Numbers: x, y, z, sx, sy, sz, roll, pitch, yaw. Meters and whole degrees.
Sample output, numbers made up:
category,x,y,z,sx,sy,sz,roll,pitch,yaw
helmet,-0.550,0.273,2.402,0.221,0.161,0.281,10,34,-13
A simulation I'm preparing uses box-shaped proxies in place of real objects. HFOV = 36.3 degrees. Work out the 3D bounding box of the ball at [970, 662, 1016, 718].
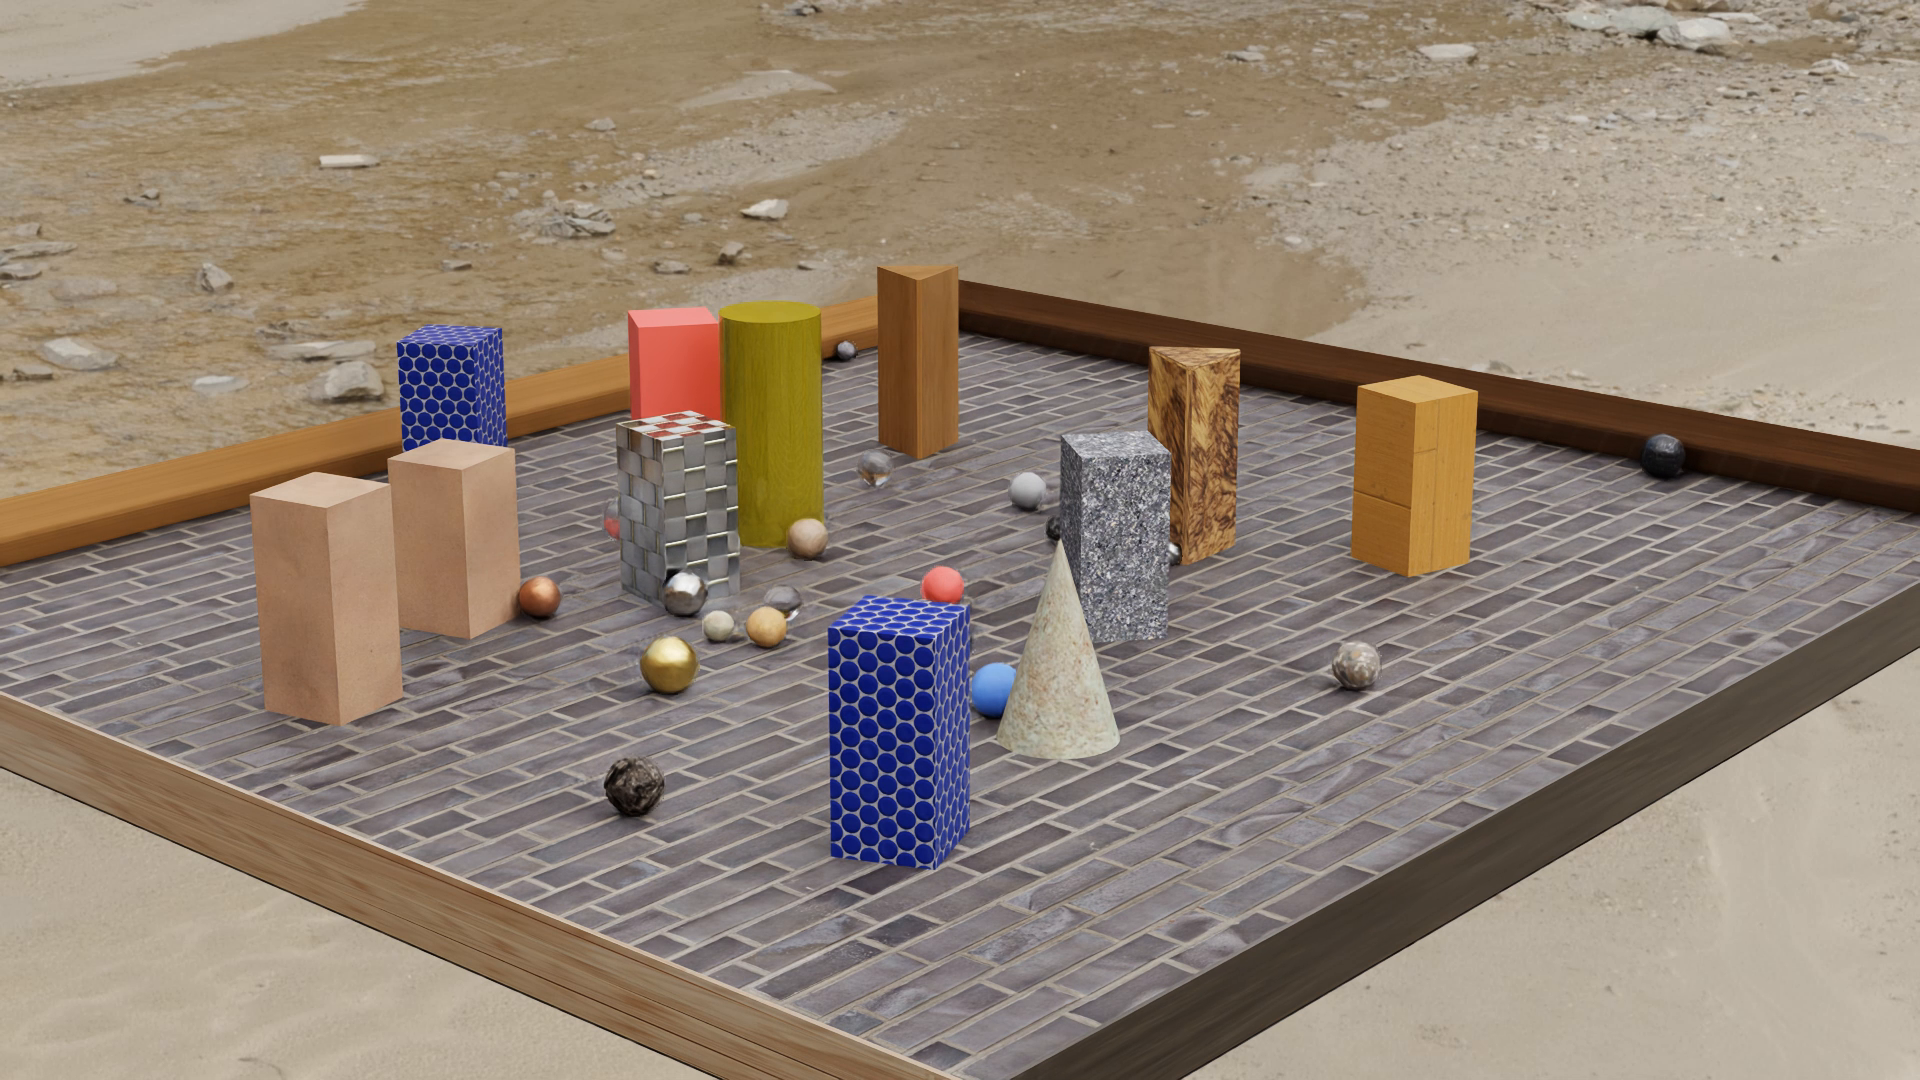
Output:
category,x,y,z,sx,sy,sz,roll,pitch,yaw
ball,0.057,0.231,4.524,0.085,0.085,0.085,0,17,0

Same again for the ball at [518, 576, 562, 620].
category,x,y,z,sx,sy,sz,roll,pitch,yaw
ball,-0.715,0.099,4.986,0.072,0.072,0.072,0,17,0

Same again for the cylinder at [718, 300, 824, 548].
category,x,y,z,sx,sy,sz,roll,pitch,yaw
cylinder,-0.348,-0.215,5.419,0.188,0.422,0.188,0,17,0

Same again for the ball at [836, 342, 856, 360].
category,x,y,z,sx,sy,sz,roll,pitch,yaw
ball,-0.266,-0.439,6.813,0.044,0.044,0.044,0,17,0

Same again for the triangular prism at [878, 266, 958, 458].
category,x,y,z,sx,sy,sz,roll,pitch,yaw
triangular prism,-0.065,-0.374,6.030,0.141,0.372,0.163,-10,20,-30

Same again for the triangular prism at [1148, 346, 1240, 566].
category,x,y,z,sx,sy,sz,roll,pitch,yaw
triangular prism,0.400,-0.162,5.336,0.141,0.368,0.163,13,21,36

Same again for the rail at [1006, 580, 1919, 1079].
category,x,y,z,sx,sy,sz,roll,pitch,yaw
rail,1.038,0.291,4.258,0.045,0.122,3.141,14,22,39

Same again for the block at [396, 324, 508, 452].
category,x,y,z,sx,sy,sz,roll,pitch,yaw
block,-0.956,-0.216,5.544,0.150,0.352,0.150,3,17,11

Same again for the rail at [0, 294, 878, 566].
category,x,y,z,sx,sy,sz,roll,pitch,yaw
rail,-1.038,-0.230,5.983,0.045,0.122,3.141,14,22,39

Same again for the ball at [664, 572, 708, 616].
category,x,y,z,sx,sy,sz,roll,pitch,yaw
ball,-0.469,0.092,5.004,0.075,0.075,0.075,0,17,0

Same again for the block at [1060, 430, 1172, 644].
category,x,y,z,sx,sy,sz,roll,pitch,yaw
block,0.258,-0.006,4.904,0.150,0.319,0.150,-3,17,-11

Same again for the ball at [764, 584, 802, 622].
category,x,y,z,sx,sy,sz,roll,pitch,yaw
ball,-0.301,0.107,4.971,0.065,0.065,0.065,0,17,0

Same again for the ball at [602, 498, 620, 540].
category,x,y,z,sx,sy,sz,roll,pitch,yaw
ball,-0.618,-0.038,5.419,0.083,0.083,0.083,0,17,0

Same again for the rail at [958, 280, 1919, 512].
category,x,y,z,sx,sy,sz,roll,pitch,yaw
rail,1.014,-0.307,6.239,2.796,0.122,0.045,14,22,39

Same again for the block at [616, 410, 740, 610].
category,x,y,z,sx,sy,sz,roll,pitch,yaw
block,-0.490,-0.054,5.095,0.150,0.300,0.150,-12,21,-35

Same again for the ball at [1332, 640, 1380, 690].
category,x,y,z,sx,sy,sz,roll,pitch,yaw
ball,0.628,0.198,4.648,0.077,0.077,0.077,0,17,0

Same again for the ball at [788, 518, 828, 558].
category,x,y,z,sx,sy,sz,roll,pitch,yaw
ball,-0.276,-0.003,5.318,0.075,0.075,0.075,0,17,0

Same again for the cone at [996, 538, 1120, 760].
category,x,y,z,sx,sy,sz,roll,pitch,yaw
cone,0.149,0.146,4.402,0.188,0.319,0.188,0,17,0

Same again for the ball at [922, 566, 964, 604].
category,x,y,z,sx,sy,sz,roll,pitch,yaw
ball,-0.029,0.082,5.040,0.073,0.073,0.073,0,17,0

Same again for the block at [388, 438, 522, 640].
category,x,y,z,sx,sy,sz,roll,pitch,yaw
block,-0.850,-0.004,4.942,0.150,0.293,0.150,8,19,25

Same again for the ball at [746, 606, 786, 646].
category,x,y,z,sx,sy,sz,roll,pitch,yaw
ball,-0.320,0.143,4.847,0.066,0.066,0.066,0,17,0

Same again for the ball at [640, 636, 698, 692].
category,x,y,z,sx,sy,sz,roll,pitch,yaw
ball,-0.460,0.196,4.631,0.090,0.090,0.090,0,17,0

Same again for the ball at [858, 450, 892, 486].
category,x,y,z,sx,sy,sz,roll,pitch,yaw
ball,-0.167,-0.143,5.789,0.069,0.069,0.069,0,17,0

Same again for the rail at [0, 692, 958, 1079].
category,x,y,z,sx,sy,sz,roll,pitch,yaw
rail,-1.014,0.369,4.003,2.796,0.122,0.045,14,22,39

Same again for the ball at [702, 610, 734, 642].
category,x,y,z,sx,sy,sz,roll,pitch,yaw
ball,-0.402,0.143,4.874,0.052,0.052,0.052,0,17,0

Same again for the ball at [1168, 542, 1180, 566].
category,x,y,z,sx,sy,sz,roll,pitch,yaw
ball,0.376,0.024,5.283,0.043,0.043,0.043,0,17,0

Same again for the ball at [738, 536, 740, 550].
category,x,y,z,sx,sy,sz,roll,pitch,yaw
ball,-0.439,0.008,5.255,0.090,0.090,0.090,0,17,0

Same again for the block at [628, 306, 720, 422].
category,x,y,z,sx,sy,sz,roll,pitch,yaw
block,-0.543,-0.243,5.595,0.150,0.373,0.150,-4,17,-13

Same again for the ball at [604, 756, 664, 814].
category,x,y,z,sx,sy,sz,roll,pitch,yaw
ball,-0.461,0.346,4.148,0.083,0.083,0.083,0,17,0

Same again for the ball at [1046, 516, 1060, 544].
category,x,y,z,sx,sy,sz,roll,pitch,yaw
ball,0.184,-0.019,5.412,0.051,0.051,0.051,0,17,0

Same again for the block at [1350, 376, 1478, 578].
category,x,y,z,sx,sy,sz,roll,pitch,yaw
block,0.815,-0.117,5.271,0.150,0.319,0.150,-11,20,-33

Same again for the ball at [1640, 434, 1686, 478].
category,x,y,z,sx,sy,sz,roll,pitch,yaw
ball,1.401,-0.168,5.842,0.087,0.087,0.087,0,17,0

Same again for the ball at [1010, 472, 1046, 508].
category,x,y,z,sx,sy,sz,roll,pitch,yaw
ball,0.131,-0.095,5.629,0.069,0.069,0.069,0,17,0

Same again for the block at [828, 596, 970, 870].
category,x,y,z,sx,sy,sz,roll,pitch,yaw
block,-0.081,0.261,4.004,0.150,0.329,0.150,5,18,17

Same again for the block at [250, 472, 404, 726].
category,x,y,z,sx,sy,sz,roll,pitch,yaw
block,-0.979,0.089,4.539,0.150,0.348,0.150,9,19,27

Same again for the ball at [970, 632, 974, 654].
category,x,y,z,sx,sy,sz,roll,pitch,yaw
ball,-0.010,0.168,4.768,0.066,0.066,0.066,0,17,0
